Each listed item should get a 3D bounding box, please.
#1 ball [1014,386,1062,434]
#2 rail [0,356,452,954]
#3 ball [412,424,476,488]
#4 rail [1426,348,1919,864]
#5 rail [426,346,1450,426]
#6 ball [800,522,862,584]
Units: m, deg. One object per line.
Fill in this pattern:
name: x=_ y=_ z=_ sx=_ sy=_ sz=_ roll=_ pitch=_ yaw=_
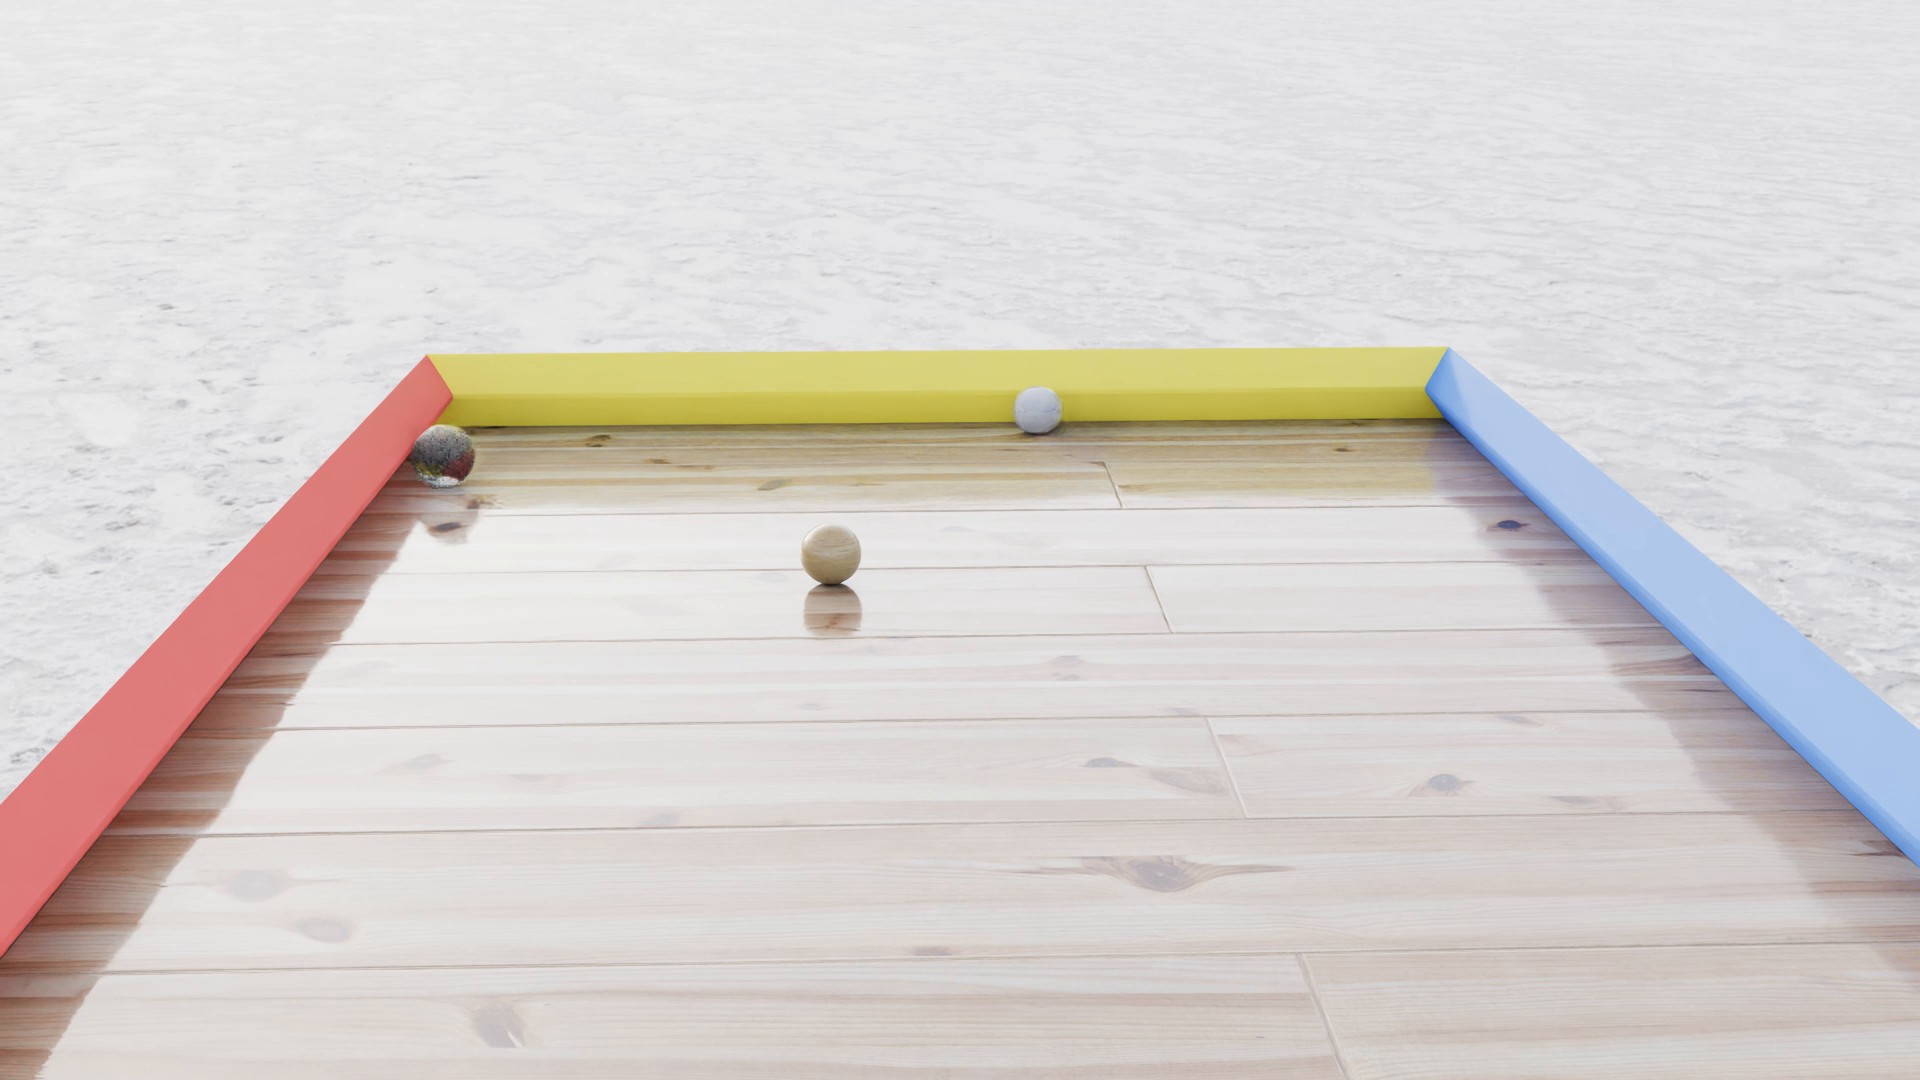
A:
ball: x=0.117 y=-0.194 z=3.279 sx=0.071 sy=0.071 sz=0.071 roll=0 pitch=17 yaw=0
rail: x=-0.724 y=0.204 z=1.883 sx=0.045 sy=0.110 sz=2.995 roll=-1 pitch=17 yaw=-2
ball: x=-0.702 y=-0.114 z=2.990 sx=0.085 sy=0.085 sz=0.085 roll=0 pitch=17 yaw=0
rail: x=0.779 y=0.188 z=1.936 sx=0.045 sy=0.110 sz=2.995 roll=-1 pitch=17 yaw=-2
rail: x=-0.027 y=-0.227 z=3.320 sx=1.551 sy=0.110 sz=0.045 roll=-1 pitch=17 yaw=-2
ball: x=-0.152 y=0.016 z=2.578 sx=0.073 sy=0.073 sz=0.073 roll=0 pitch=17 yaw=0
